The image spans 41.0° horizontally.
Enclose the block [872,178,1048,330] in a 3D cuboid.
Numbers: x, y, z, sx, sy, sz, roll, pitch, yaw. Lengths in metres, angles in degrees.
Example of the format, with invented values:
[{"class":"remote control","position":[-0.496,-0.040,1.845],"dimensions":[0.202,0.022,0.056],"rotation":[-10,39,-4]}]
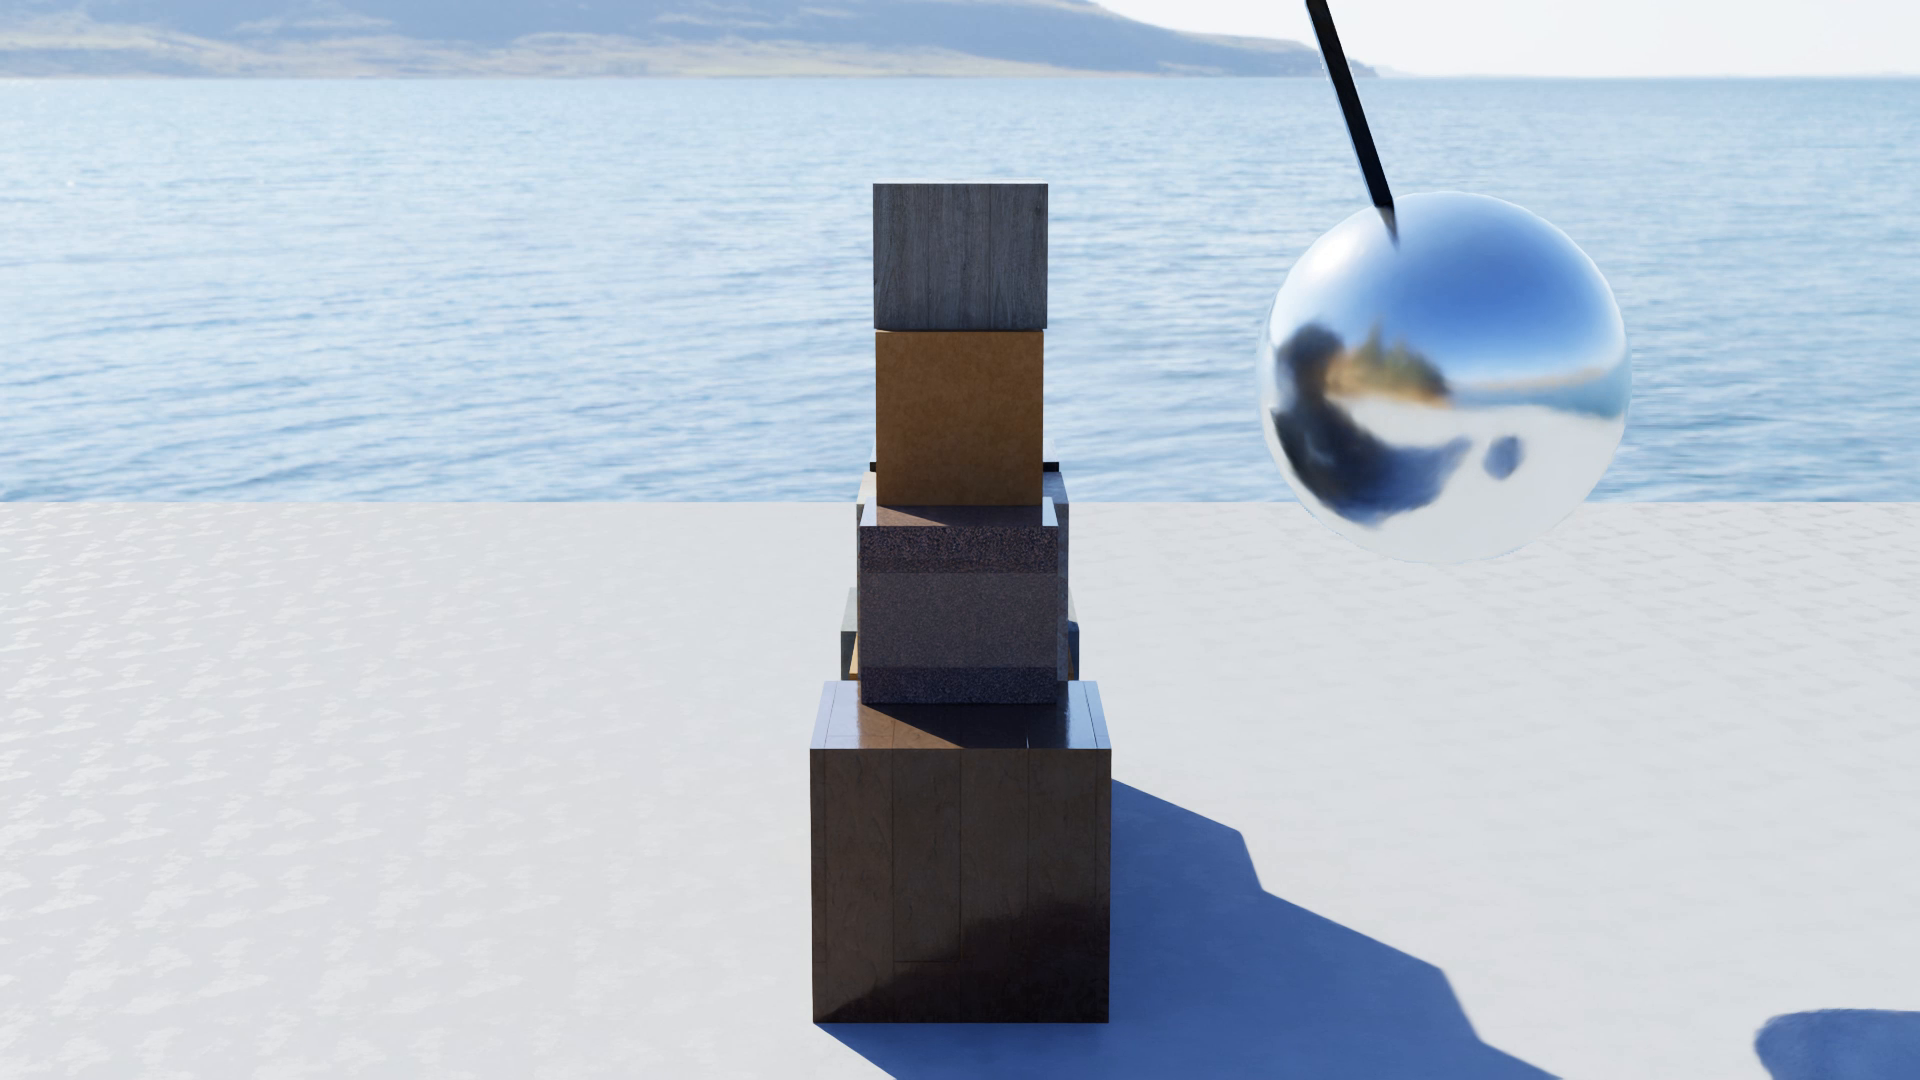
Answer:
[{"class":"block","position":[0.002,-1.204,10.722],"dimensions":[0.710,0.590,0.616],"rotation":[0,10,0]}]

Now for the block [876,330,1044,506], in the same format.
[{"class":"block","position":[-0.002,-0.547,10.727],"dimensions":[0.679,0.707,0.667],"rotation":[0,10,0]}]

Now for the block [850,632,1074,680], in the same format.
[{"class":"block","position":[0.008,0.958,11.748],"dimensions":[0.986,0.912,0.834],"rotation":[0,10,0]}]

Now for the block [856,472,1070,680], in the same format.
[{"class":"block","position":[0.011,0.177,11.190],"dimensions":[0.887,0.825,0.875],"rotation":[0,10,0]}]

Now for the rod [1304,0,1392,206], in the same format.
[{"class":"rod","position":[0.899,-3.837,10.483],"dimensions":[0.080,5.200,0.080],"rotation":[-20,10,4]}]

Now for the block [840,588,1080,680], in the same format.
[{"class":"block","position":[0.000,0.785,12.685],"dimensions":[1.127,0.916,1.052],"rotation":[0,10,0]}]

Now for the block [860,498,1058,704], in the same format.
[{"class":"block","position":[-0.004,0.232,10.381],"dimensions":[0.770,0.708,0.722],"rotation":[0,10,0]}]

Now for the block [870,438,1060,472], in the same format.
[{"class":"block","position":[0.020,0.004,12.003],"dimensions":[0.854,0.865,0.766],"rotation":[0,10,0]}]

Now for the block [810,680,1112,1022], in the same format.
[{"class":"block","position":[0.003,1.192,10.043],"dimensions":[1.110,1.061,1.067],"rotation":[0,10,0]}]

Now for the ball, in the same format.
[{"class":"ball","position":[2.074,-0.698,11.053],"dimensions":[1.600,1.600,1.600],"rotation":[0,10,0]}]
